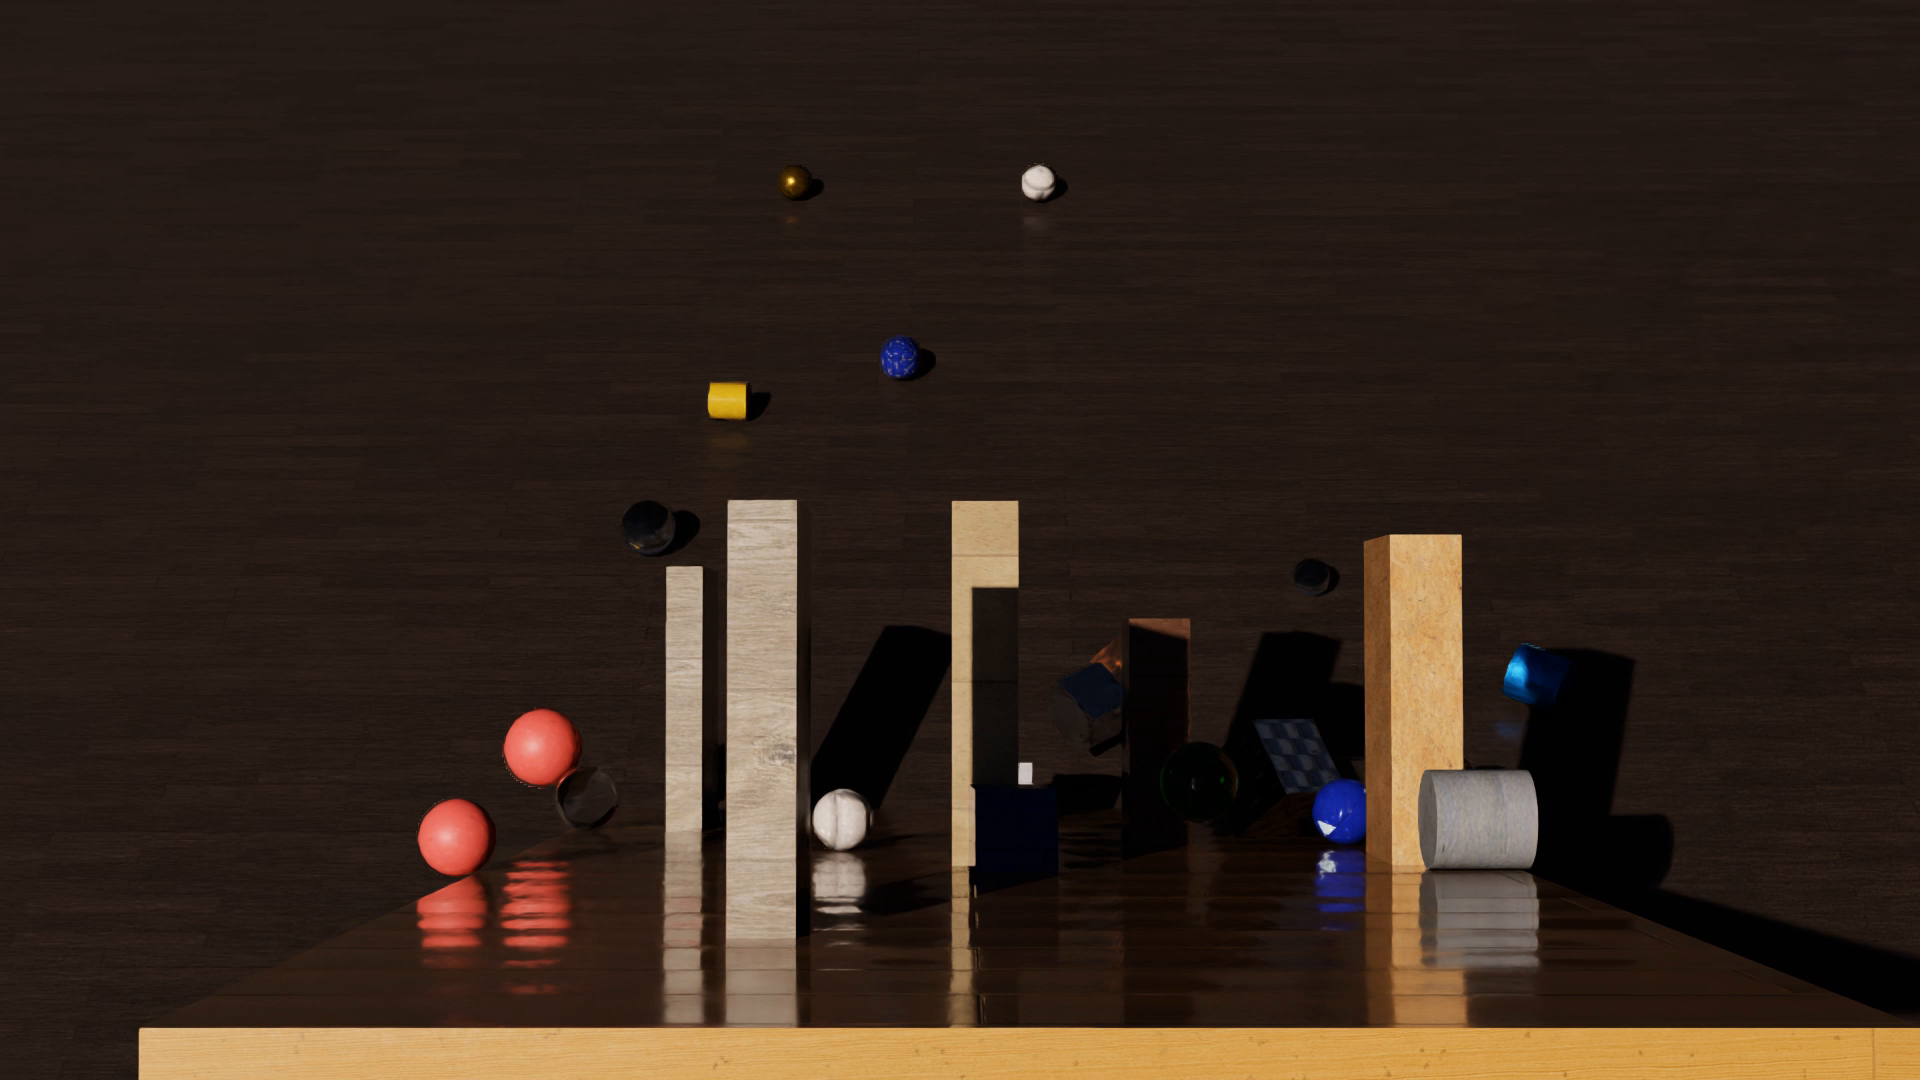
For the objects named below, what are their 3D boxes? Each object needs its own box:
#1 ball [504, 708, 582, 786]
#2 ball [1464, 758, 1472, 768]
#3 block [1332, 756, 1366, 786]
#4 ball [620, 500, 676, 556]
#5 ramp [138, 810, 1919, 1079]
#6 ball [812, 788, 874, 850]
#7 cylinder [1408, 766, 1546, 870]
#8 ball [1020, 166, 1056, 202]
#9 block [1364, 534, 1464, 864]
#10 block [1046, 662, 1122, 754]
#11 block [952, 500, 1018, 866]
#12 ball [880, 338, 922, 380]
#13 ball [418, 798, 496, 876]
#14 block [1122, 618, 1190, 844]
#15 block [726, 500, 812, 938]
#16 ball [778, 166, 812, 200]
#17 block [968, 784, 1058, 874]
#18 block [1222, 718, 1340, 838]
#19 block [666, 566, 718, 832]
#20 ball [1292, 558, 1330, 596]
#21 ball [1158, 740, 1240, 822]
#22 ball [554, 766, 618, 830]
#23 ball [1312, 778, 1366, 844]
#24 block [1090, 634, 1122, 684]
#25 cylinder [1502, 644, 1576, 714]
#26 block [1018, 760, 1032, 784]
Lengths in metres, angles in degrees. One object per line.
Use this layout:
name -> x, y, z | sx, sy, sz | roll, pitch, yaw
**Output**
ball -> -1.001, 0.498, 6.250 | 0.185, 0.185, 0.185 | 0, 37, 0
ball -> 1.187, 0.612, 6.464 | 0.192, 0.192, 0.192 | 0, 37, 0
block -> 0.961, 0.597, 6.112 | 0.169, 0.169, 0.169 | 1, -3, -31
ball -> -0.948, -0.037, 7.912 | 0.169, 0.169, 0.169 | 0, 37, 0
ramp -> 0.081, 0.681, 4.910 | 2.000, 0.100, 4.000 | 0, -2, 0
ball -> -0.247, 0.591, 5.500 | 0.130, 0.130, 0.130 | 0, 37, 0
cylinder -> 1.001, 0.541, 5.035 | 0.192, 0.192, 0.192 | 5, 34, -18
ball -> 0.293, -1.328, 9.677 | 0.132, 0.132, 0.132 | 0, 37, 0
block -> 0.923, 0.322, 5.308 | 0.141, 0.652, 0.336 | 0, -2, 0
block -> 0.353, 0.457, 7.095 | 0.151, 0.151, 0.151 | -23, 58, -33
block -> 0.050, 0.287, 5.251 | 0.131, 0.717, 0.274 | 0, -2, 0
ball -> -0.198, -0.607, 8.701 | 0.140, 0.140, 0.140 | 0, 37, 0
ball -> -0.961, 0.569, 4.976 | 0.147, 0.147, 0.147 | 0, 37, 0
block -> 0.437, 0.423, 5.810 | 0.133, 0.492, 0.263 | 0, -2, 0
block -> -0.292, 0.271, 4.020 | 0.103, 0.645, 0.371 | 0, -2, 0
ball -> -0.616, -1.328, 9.685 | 0.123, 0.123, 0.123 | 0, 37, 0
block -> 0.102, 0.556, 5.021 | 0.159, 0.159, 0.159 | 0, -2, -4
block -> 0.710, 0.538, 5.874 | 0.193, 0.193, 0.193 | 2, 53, -38
block -> -0.646, 0.379, 6.291 | 0.085, 0.620, 0.403 | 0, -2, 0
ball -> 1.048, 0.111, 7.758 | 0.114, 0.114, 0.114 | 0, 37, 0
ball -> 0.471, 0.476, 5.123 | 0.159, 0.159, 0.159 | 0, 37, 0
ball -> -0.878, 0.607, 6.113 | 0.151, 0.151, 0.151 | 0, 37, 0
ball -> 0.837, 0.590, 5.654 | 0.144, 0.144, 0.144 | 0, 37, 0
block -> 0.473, 0.363, 7.332 | 0.130, 0.130, 0.130 | -42, 59, 5
cylinder -> 1.637, 0.393, 7.343 | 0.155, 0.155, 0.155 | 21, 41, 26
block -> 0.111, 0.628, 6.521 | 0.142, 0.142, 0.142 | 0, -2, 2
